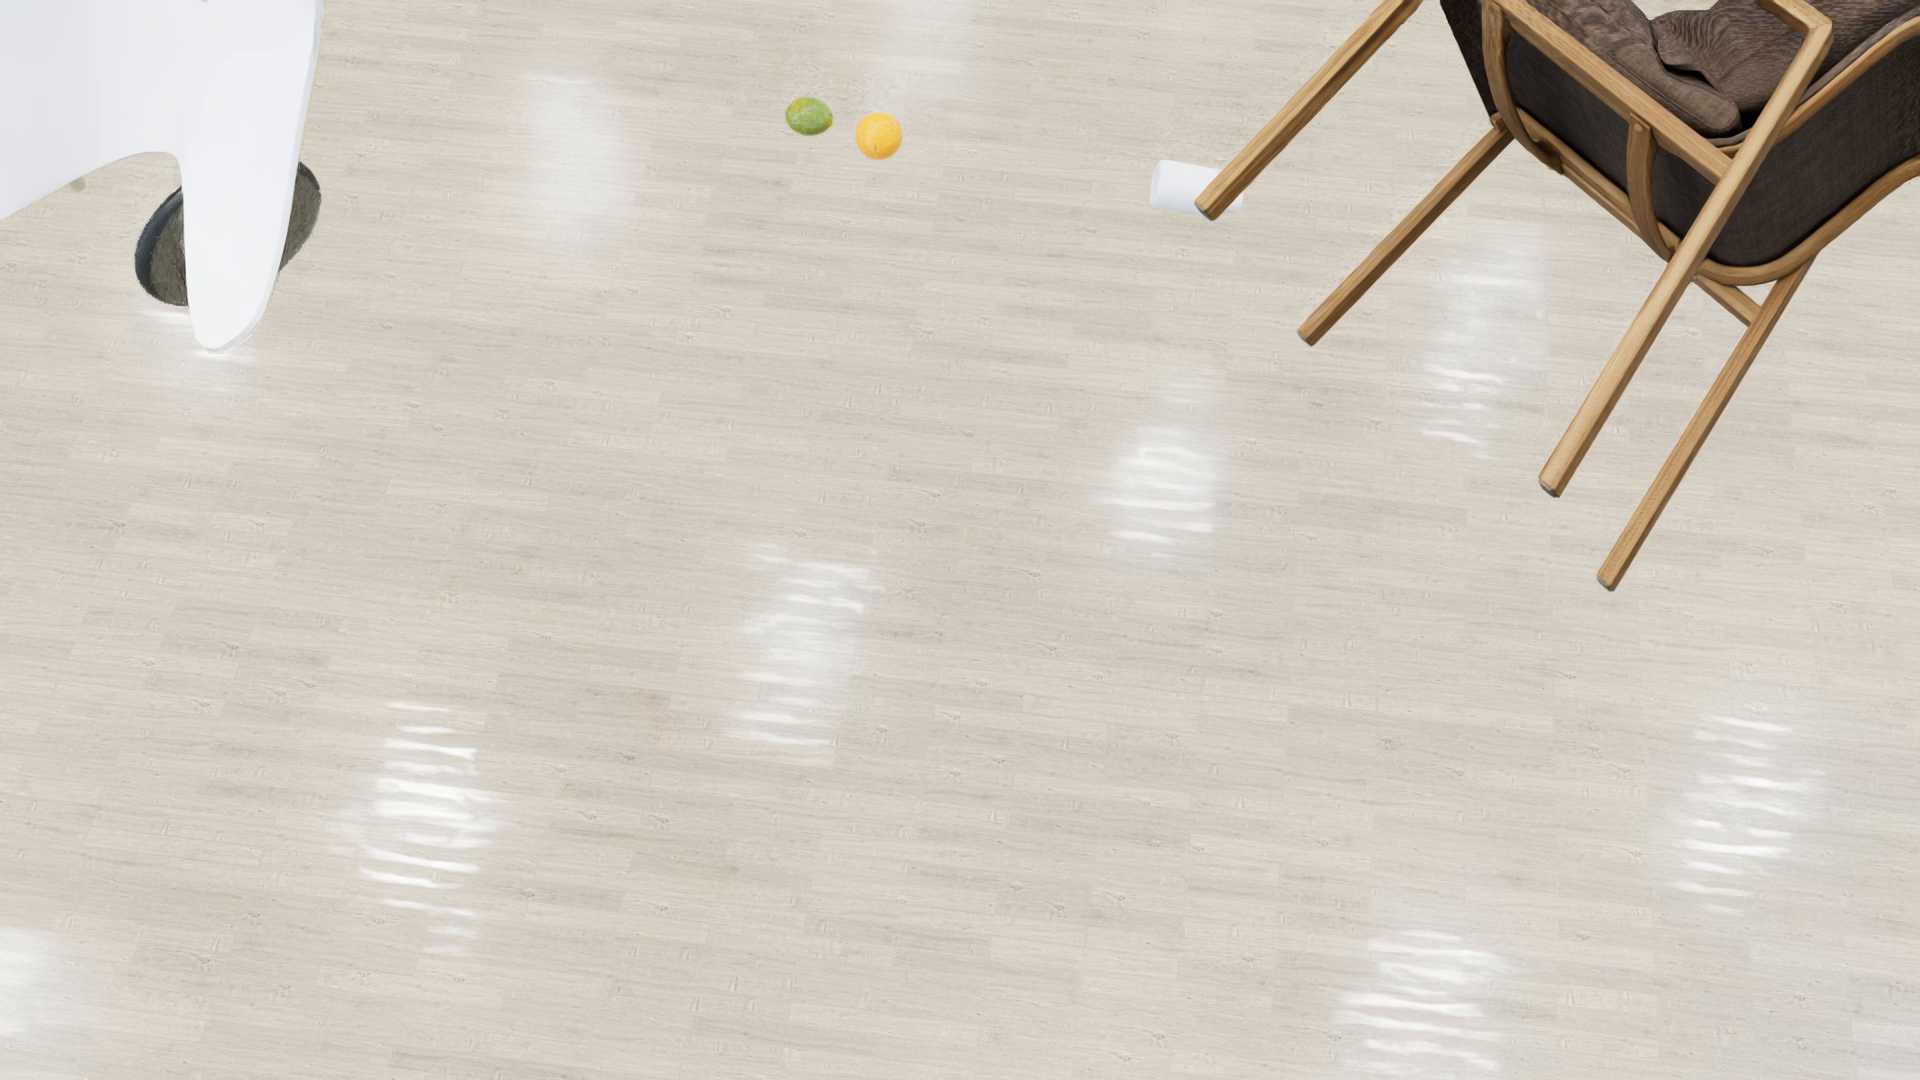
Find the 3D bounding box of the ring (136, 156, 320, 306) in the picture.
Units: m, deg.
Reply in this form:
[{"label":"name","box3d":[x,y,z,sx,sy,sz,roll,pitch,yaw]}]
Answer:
[{"label":"ring","box3d":[-1.392,-0.589,4.191,0.389,0.314,0.066,-36,63,-21]}]
